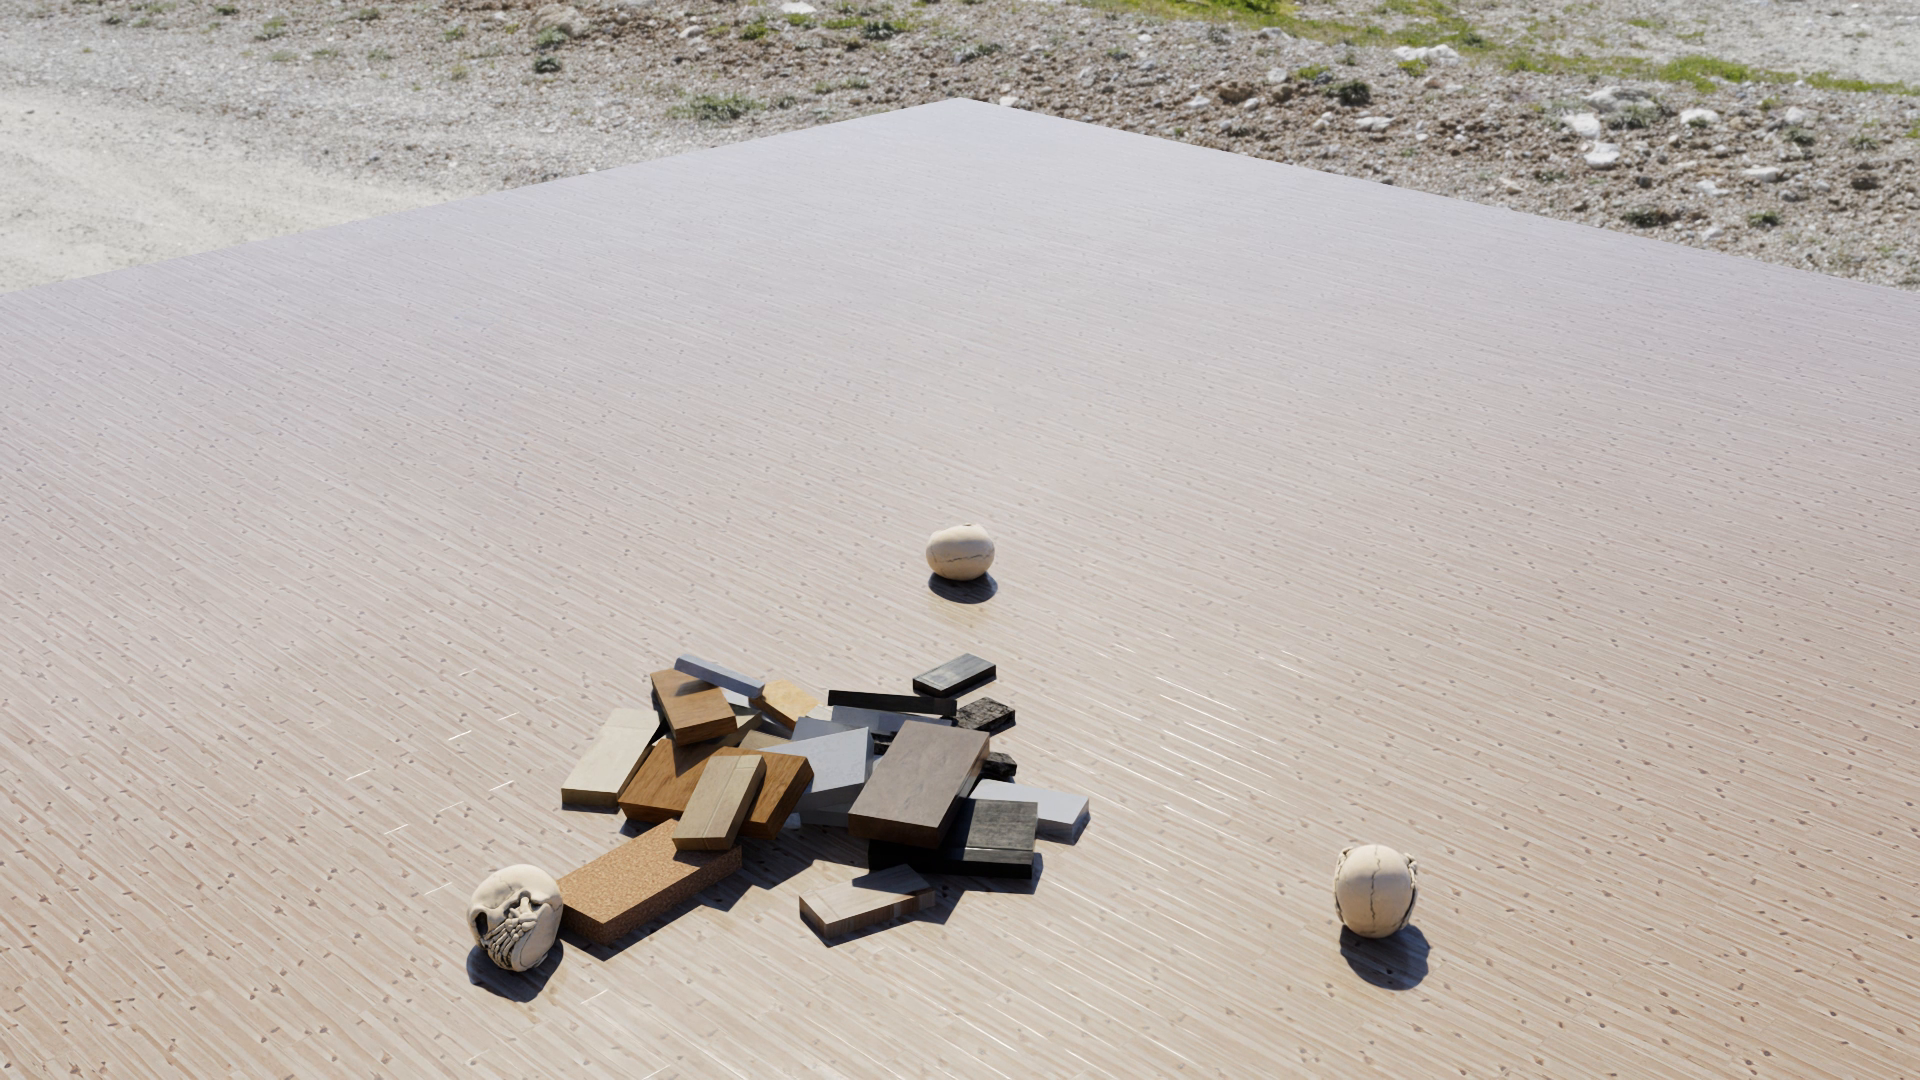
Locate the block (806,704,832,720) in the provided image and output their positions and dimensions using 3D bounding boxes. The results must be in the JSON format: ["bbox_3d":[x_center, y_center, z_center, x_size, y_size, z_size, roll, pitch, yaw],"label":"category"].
[{"bbox_3d":[-0.270,0.388,4.697,0.111,0.016,0.055,21,32,23],"label":"block"}]

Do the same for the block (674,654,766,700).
[{"bbox_3d":[-0.522,0.296,4.781,0.189,0.027,0.094,20,4,3],"label":"block"}]

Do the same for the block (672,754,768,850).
[{"bbox_3d":[-0.467,0.510,4.283,0.114,0.032,0.229,-4,36,21],"label":"block"}]

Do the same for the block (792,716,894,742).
[{"bbox_3d":[-0.253,0.438,4.619,0.208,0.029,0.104,7,61,16],"label":"block"}]

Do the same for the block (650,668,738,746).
[{"bbox_3d":[-0.576,0.346,4.721,0.126,0.036,0.540,-12,11,-11],"label":"block"}]

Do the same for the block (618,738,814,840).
[{"bbox_3d":[-0.488,0.495,4.392,0.356,0.050,0.178,4,43,29],"label":"block"}]

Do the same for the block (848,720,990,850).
[{"bbox_3d":[-0.076,0.477,4.330,0.178,0.050,0.356,7,27,15],"label":"block"}]

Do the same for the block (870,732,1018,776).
[{"bbox_3d":[-0.045,0.444,4.560,0.318,0.026,0.090,10,7,-12],"label":"block"}]

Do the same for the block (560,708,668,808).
[{"bbox_3d":[-0.726,0.456,4.644,0.118,0.034,0.360,4,23,9],"label":"block"}]

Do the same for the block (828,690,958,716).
[{"bbox_3d":[-0.146,0.354,4.774,0.251,0.036,0.126,3,-5,23],"label":"block"}]

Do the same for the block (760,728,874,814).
[{"bbox_3d":[-0.333,0.477,4.423,0.316,0.045,0.158,-12,37,11],"label":"block"}]

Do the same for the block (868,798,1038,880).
[{"bbox_3d":[-0.012,0.576,4.283,0.316,0.045,0.158,3,42,6],"label":"block"}]

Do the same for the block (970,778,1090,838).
[{"bbox_3d":[0.135,0.541,4.444,0.229,0.032,0.114,8,24,18],"label":"block"}]

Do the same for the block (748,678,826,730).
[{"bbox_3d":[-0.373,0.360,4.809,0.095,0.027,0.189,-17,28,-34],"label":"block"}]

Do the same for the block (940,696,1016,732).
[{"bbox_3d":[0.025,0.396,4.795,0.181,0.026,0.090,-21,31,-40],"label":"block"}]

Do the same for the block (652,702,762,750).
[{"bbox_3d":[-0.535,0.412,4.661,0.118,0.034,0.237,12,26,26],"label":"block"}]

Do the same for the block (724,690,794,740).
[{"bbox_3d":[-0.392,0.389,4.810,0.315,0.027,0.094,19,30,38],"label":"block"}]

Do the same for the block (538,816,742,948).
[{"bbox_3d":[-0.604,0.643,4.180,0.178,0.050,0.356,18,29,36],"label":"block"}]

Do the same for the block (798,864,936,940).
[{"bbox_3d":[-0.174,0.676,4.127,0.229,0.032,0.114,-13,26,-27],"label":"block"}]

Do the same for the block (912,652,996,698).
[{"bbox_3d":[-0.012,0.310,4.998,0.090,0.026,0.181,20,30,39],"label":"block"}]

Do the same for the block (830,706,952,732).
[{"bbox_3d":[-0.143,0.383,4.653,0.126,0.036,0.251,6,-4,37],"label":"block"}]

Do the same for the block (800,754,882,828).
[{"bbox_3d":[-0.153,0.510,4.436,0.316,0.045,0.158,4,43,10],"label":"block"}]

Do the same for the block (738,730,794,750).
[{"bbox_3d":[-0.371,0.465,4.577,0.208,0.029,0.104,12,49,26],"label":"block"}]
